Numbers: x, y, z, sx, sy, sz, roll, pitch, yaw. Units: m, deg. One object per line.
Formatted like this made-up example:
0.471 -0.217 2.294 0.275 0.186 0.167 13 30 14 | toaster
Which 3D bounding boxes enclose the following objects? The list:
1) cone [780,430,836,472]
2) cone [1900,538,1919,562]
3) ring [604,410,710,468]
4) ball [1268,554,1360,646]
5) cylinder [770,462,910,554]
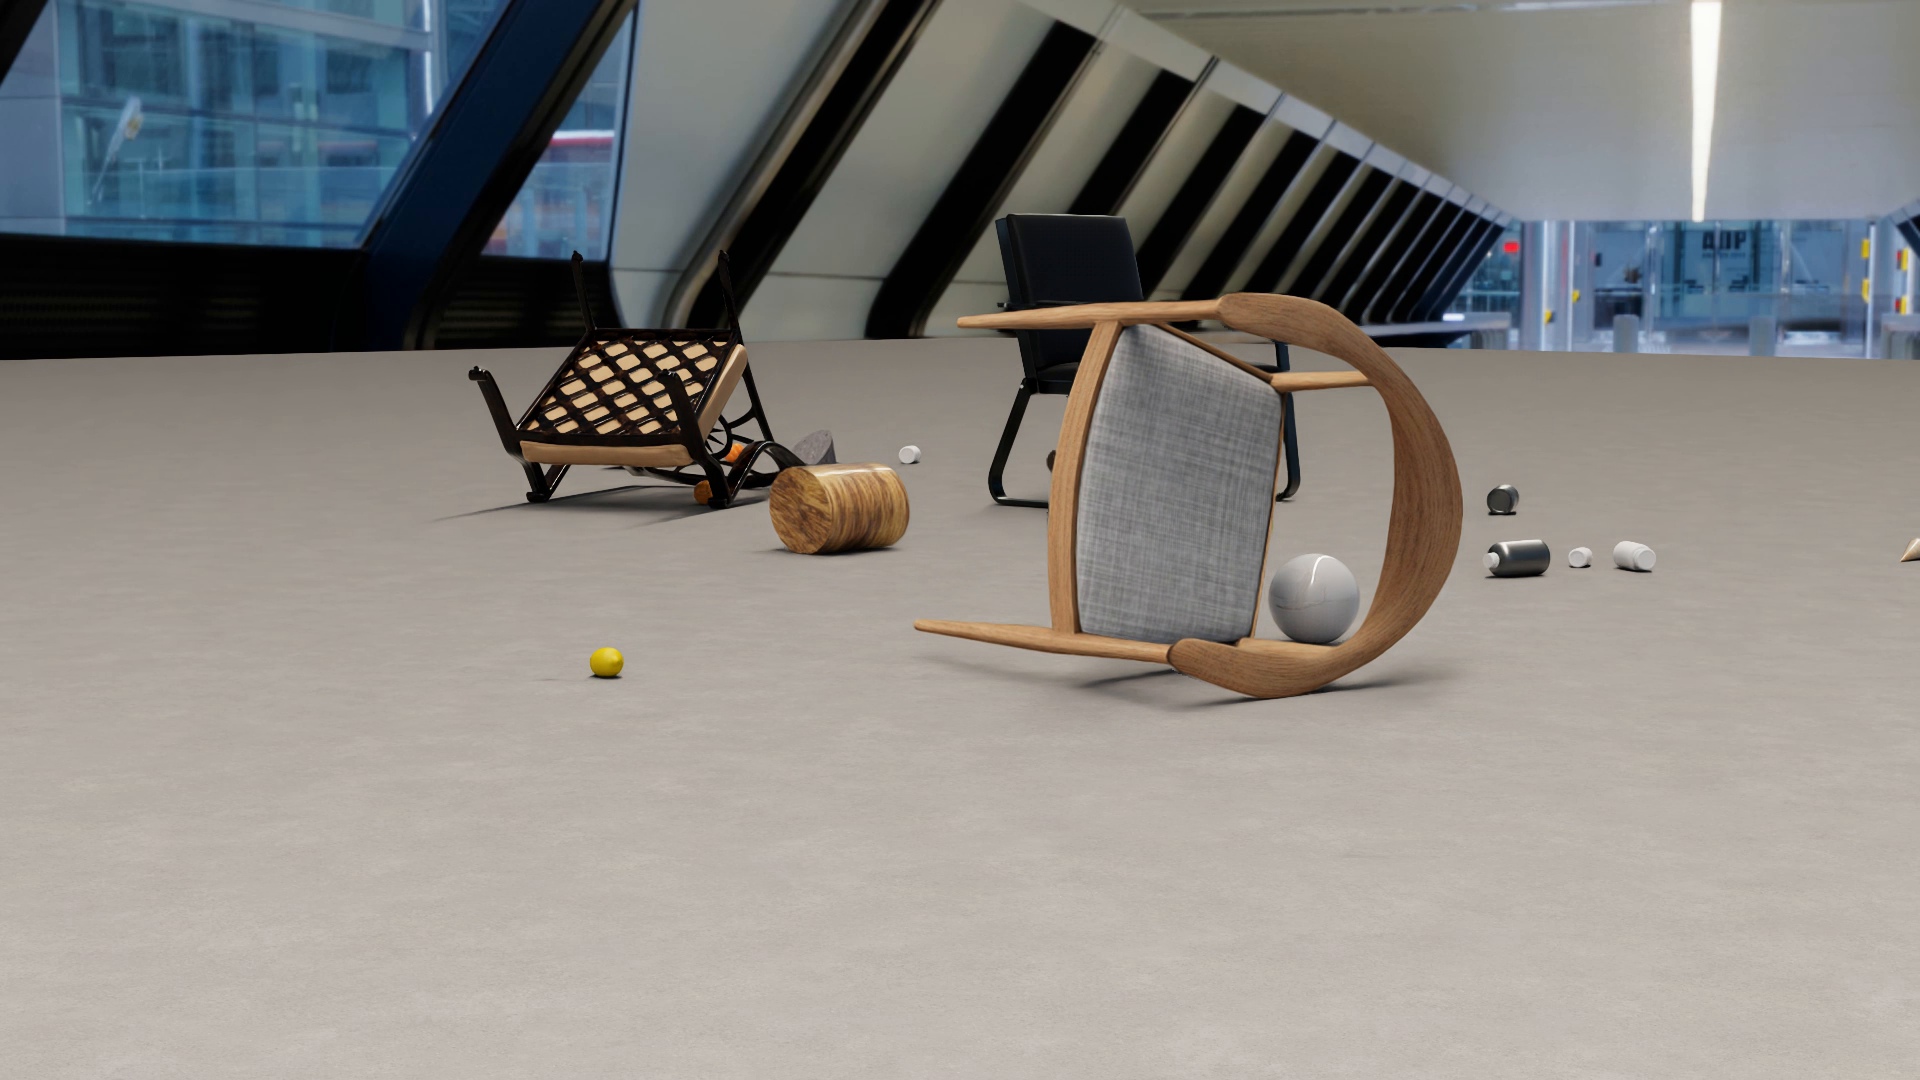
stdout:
-0.445 -0.237 8.311 0.145 0.190 0.294 36 -27 -25 | cone
2.199 0.036 5.947 0.103 0.049 0.053 -25 -19 -42 | cone
-1.053 -0.352 8.918 0.159 0.194 0.465 -11 6 39 | ring
0.633 0.106 4.586 0.164 0.164 0.164 0 6 0 | ball
-0.290 -0.079 6.172 0.253 0.203 0.228 -6 32 -44 | cylinder
